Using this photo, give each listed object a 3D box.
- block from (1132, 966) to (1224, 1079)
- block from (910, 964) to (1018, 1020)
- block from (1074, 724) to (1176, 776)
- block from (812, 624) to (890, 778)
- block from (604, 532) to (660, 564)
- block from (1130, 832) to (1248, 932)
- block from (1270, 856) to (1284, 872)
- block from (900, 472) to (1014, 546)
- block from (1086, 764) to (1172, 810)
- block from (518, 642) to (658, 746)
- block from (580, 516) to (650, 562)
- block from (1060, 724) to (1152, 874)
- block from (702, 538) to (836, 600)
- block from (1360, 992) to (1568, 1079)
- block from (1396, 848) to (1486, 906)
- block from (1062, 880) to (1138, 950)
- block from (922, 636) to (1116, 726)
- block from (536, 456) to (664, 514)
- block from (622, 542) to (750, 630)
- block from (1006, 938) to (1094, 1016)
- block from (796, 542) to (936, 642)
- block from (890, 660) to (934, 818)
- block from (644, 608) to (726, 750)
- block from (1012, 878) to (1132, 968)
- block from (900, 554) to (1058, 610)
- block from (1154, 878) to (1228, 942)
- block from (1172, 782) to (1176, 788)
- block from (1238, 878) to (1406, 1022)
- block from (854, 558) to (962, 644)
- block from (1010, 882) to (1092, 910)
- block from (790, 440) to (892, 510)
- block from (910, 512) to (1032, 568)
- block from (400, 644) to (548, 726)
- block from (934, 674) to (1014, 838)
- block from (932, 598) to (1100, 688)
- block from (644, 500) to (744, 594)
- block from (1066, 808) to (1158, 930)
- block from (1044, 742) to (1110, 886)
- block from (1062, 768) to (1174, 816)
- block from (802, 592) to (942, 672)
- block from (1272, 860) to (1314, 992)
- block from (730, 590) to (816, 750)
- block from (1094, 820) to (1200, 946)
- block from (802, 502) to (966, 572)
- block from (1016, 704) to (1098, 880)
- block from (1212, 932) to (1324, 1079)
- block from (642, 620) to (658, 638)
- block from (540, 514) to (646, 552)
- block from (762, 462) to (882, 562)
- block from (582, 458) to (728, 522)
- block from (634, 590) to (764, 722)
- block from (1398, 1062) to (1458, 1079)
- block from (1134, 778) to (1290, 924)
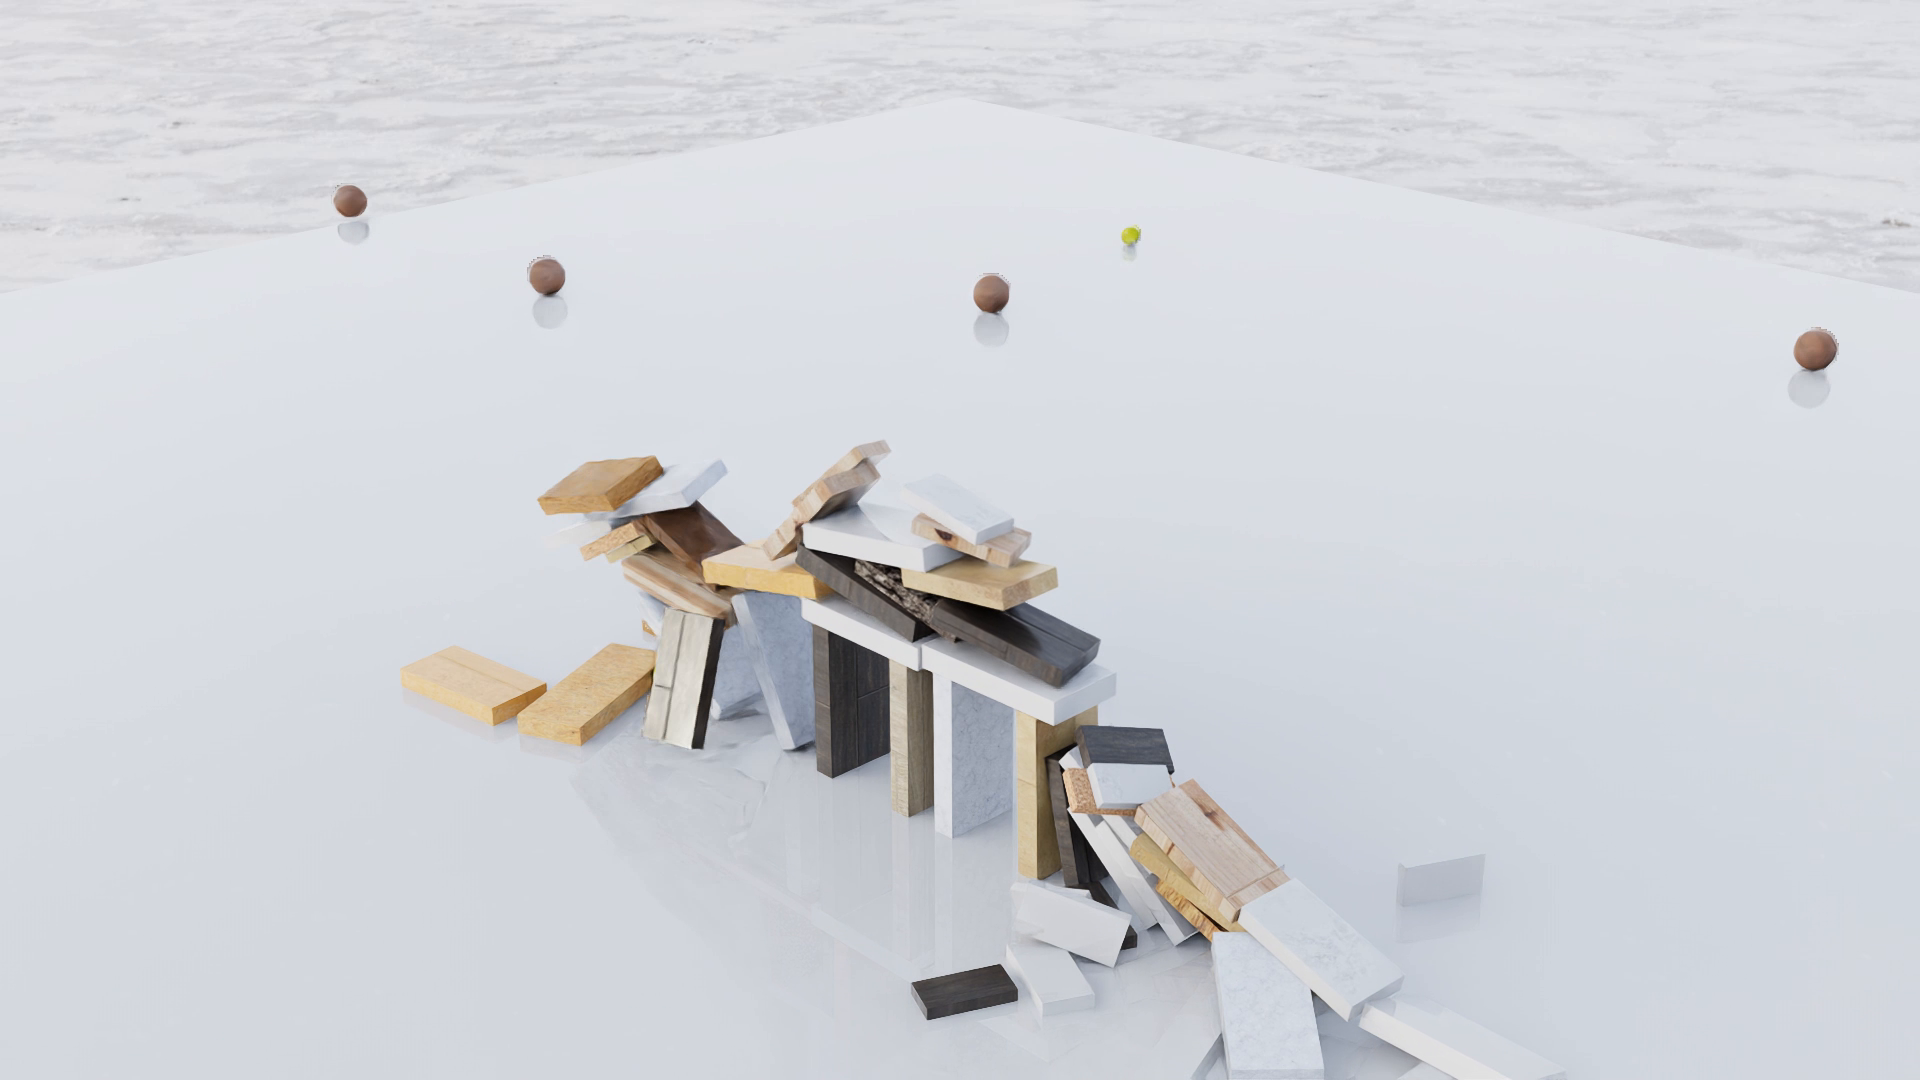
[{"bbox_3d":[0.403,0.841,3.748,0.085,0.024,0.390,11,25,25],"label":"block"},{"bbox_3d":[0.008,0.793,3.861,0.169,0.024,0.085,-8,24,-19],"label":"block"},{"bbox_3d":[0.308,0.395,4.108,0.183,0.026,0.091,5,54,-28],"label":"block"},{"bbox_3d":[-0.223,0.310,4.591,0.171,0.343,0.049,-21,30,-40],"label":"block"},{"bbox_3d":[-0.718,0.004,4.983,0.093,0.026,0.186,-31,6,-41],"label":"block"},{"bbox_3d":[0.452,0.599,3.961,0.268,0.038,0.134,36,47,25],"label":"block"},{"bbox_3d":[0.532,0.618,4.272,0.091,0.026,0.183,-17,28,-35],"label":"block"},{"bbox_3d":[-0.007,-0.062,4.255,0.209,0.030,0.104,32,37,34],"label":"block"},{"bbox_3d":[0.316,0.453,4.037,0.162,0.023,0.081,5,54,-29],"label":"block"},{"bbox_3d":[-0.810,0.340,4.904,0.157,0.044,0.391,9,25,21],"label":"block"},{"bbox_3d":[-0.751,-0.018,5.005,0.127,0.036,0.254,-29,5,-39],"label":"block"},{"bbox_3d":[0.317,0.480,4.092,0.133,0.038,0.266,-28,73,-42],"label":"block"},{"bbox_3d":[-0.363,0.058,4.623,0.348,0.048,0.171,7,21,43],"label":"block"},{"bbox_3d":[0.835,0.845,3.657,0.153,0.043,0.305,2,15,-46],"label":"block"},{"bbox_3d":[0.908,0.636,4.153,0.169,0.085,0.024,-7,24,-17],"label":"block"},{"bbox_3d":[0.247,0.700,4.076,0.097,0.027,0.193,-7,24,-17],"label":"block"},{"bbox_3d":[0.111,0.248,4.216,0.349,0.049,0.175,21,31,41],"label":"block"},{"bbox_3d":[-0.819,-0.123,5.001,0.157,0.044,0.314,-41,23,-32],"label":"block"},{"bbox_3d":[-0.577,0.089,4.879,0.173,0.049,0.346,-29,39,-33],"label":"block"},{"bbox_3d":[0.160,0.772,3.905,0.097,0.027,0.194,-7,24,-16],"label":"block"},{"bbox_3d":[-0.151,0.079,4.424,0.341,0.048,0.171,32,37,33],"label":"block"},{"bbox_3d":[-0.061,0.373,4.444,0.049,0.343,0.171,21,31,41],"label":"block"},{"bbox_3d":[-0.581,0.291,4.636,0.138,0.275,0.039,10,1,36],"label":"block"},{"bbox_3d":[0.201,0.687,3.953,0.194,0.097,0.027,20,17,7],"label":"block"},{"bbox_3d":[0.036,0.070,4.218,0.144,0.041,0.288,-22,22,-38],"label":"block"},{"bbox_3d":[0.492,0.682,3.991,0.130,0.037,0.259,-21,52,-41],"label":"block"},{"bbox_3d":[0.357,0.532,4.473,0.183,0.026,0.091,-4,23,-9],"label":"block"},{"bbox_3d":[0.623,0.705,3.801,0.134,0.038,0.268,-21,45,-33],"label":"block"},{"bbox_3d":[-0.057,0.095,4.335,0.144,0.041,0.288,-21,43,-41],"label":"block"},{"bbox_3d":[0.174,0.672,4.025,0.162,0.081,0.023,0,33,36],"label":"block"},{"bbox_3d":[-0.243,-0.128,4.497,0.030,0.209,0.104,57,32,10],"label":"block"},{"bbox_3d":[0.022,-0.014,4.239,0.209,0.030,0.104,20,32,18],"label":"block"},{"bbox_3d":[-1.093,0.324,4.940,0.314,0.044,0.157,17,28,35],"label":"block"},{"bbox_3d":[0.028,0.401,4.369,0.175,0.349,0.049,-21,31,-41],"label":"block"},{"bbox_3d":[0.106,0.174,4.179,0.288,0.041,0.144,26,34,23],"label":"block"},{"bbox_3d":[-0.567,0.007,4.846,0.127,0.036,0.254,-26,55,-37],"label":"block"},{"bbox_3d":[0.328,0.584,4.126,0.133,0.038,0.266,-21,71,-41],"label":"block"},{"bbox_3d":[0.240,0.520,4.193,0.133,0.266,0.038,-21,18,-41],"label":"block"},{"bbox_3d":[0.298,0.466,4.048,0.223,0.023,0.081,7,53,-27],"label":"block"},{"bbox_3d":[-0.142,0.162,4.438,0.171,0.049,0.343,-21,31,-40],"label":"block"},{"bbox_3d":[0.585,0.695,3.952,0.130,0.037,0.259,-12,46,-34],"label":"block"},{"bbox_3d":[-0.358,0.258,4.729,0.173,0.346,0.049,-21,5,-41],"label":"block"},{"bbox_3d":[0.374,0.611,4.078,0.130,0.037,0.259,-21,69,-41],"label":"block"},{"bbox_3d":[-0.134,-0.008,4.372,0.341,0.048,0.171,11,24,43],"label":"block"},{"bbox_3d":[0.188,0.463,4.222,0.049,0.349,0.175,19,30,41],"label":"block"},{"bbox_3d":[0.520,0.795,3.742,0.153,0.043,0.305,0,37,0],"label":"block"},{"bbox_3d":[-0.659,0.216,5.218,0.093,0.026,0.186,-21,31,-41],"label":"block"},{"bbox_3d":[-0.850,-0.032,5.125,0.254,0.036,0.127,-16,9,42],"label":"block"},{"bbox_3d":[-0.285,-0.057,4.505,0.138,0.275,0.039,-22,75,-42],"label":"block"},{"bbox_3d":[-0.687,-0.111,4.920,0.379,0.039,0.138,-7,29,45],"label":"block"},{"bbox_3d":[-0.559,0.227,4.905,0.173,0.049,0.346,-25,65,-32],"label":"block"},{"bbox_3d":[0.708,0.939,3.491,0.305,0.043,0.153,-20,30,-38],"label":"block"},{"bbox_3d":[0.452,0.556,3.946,0.134,0.038,0.268,-22,53,-32],"label":"block"}]
